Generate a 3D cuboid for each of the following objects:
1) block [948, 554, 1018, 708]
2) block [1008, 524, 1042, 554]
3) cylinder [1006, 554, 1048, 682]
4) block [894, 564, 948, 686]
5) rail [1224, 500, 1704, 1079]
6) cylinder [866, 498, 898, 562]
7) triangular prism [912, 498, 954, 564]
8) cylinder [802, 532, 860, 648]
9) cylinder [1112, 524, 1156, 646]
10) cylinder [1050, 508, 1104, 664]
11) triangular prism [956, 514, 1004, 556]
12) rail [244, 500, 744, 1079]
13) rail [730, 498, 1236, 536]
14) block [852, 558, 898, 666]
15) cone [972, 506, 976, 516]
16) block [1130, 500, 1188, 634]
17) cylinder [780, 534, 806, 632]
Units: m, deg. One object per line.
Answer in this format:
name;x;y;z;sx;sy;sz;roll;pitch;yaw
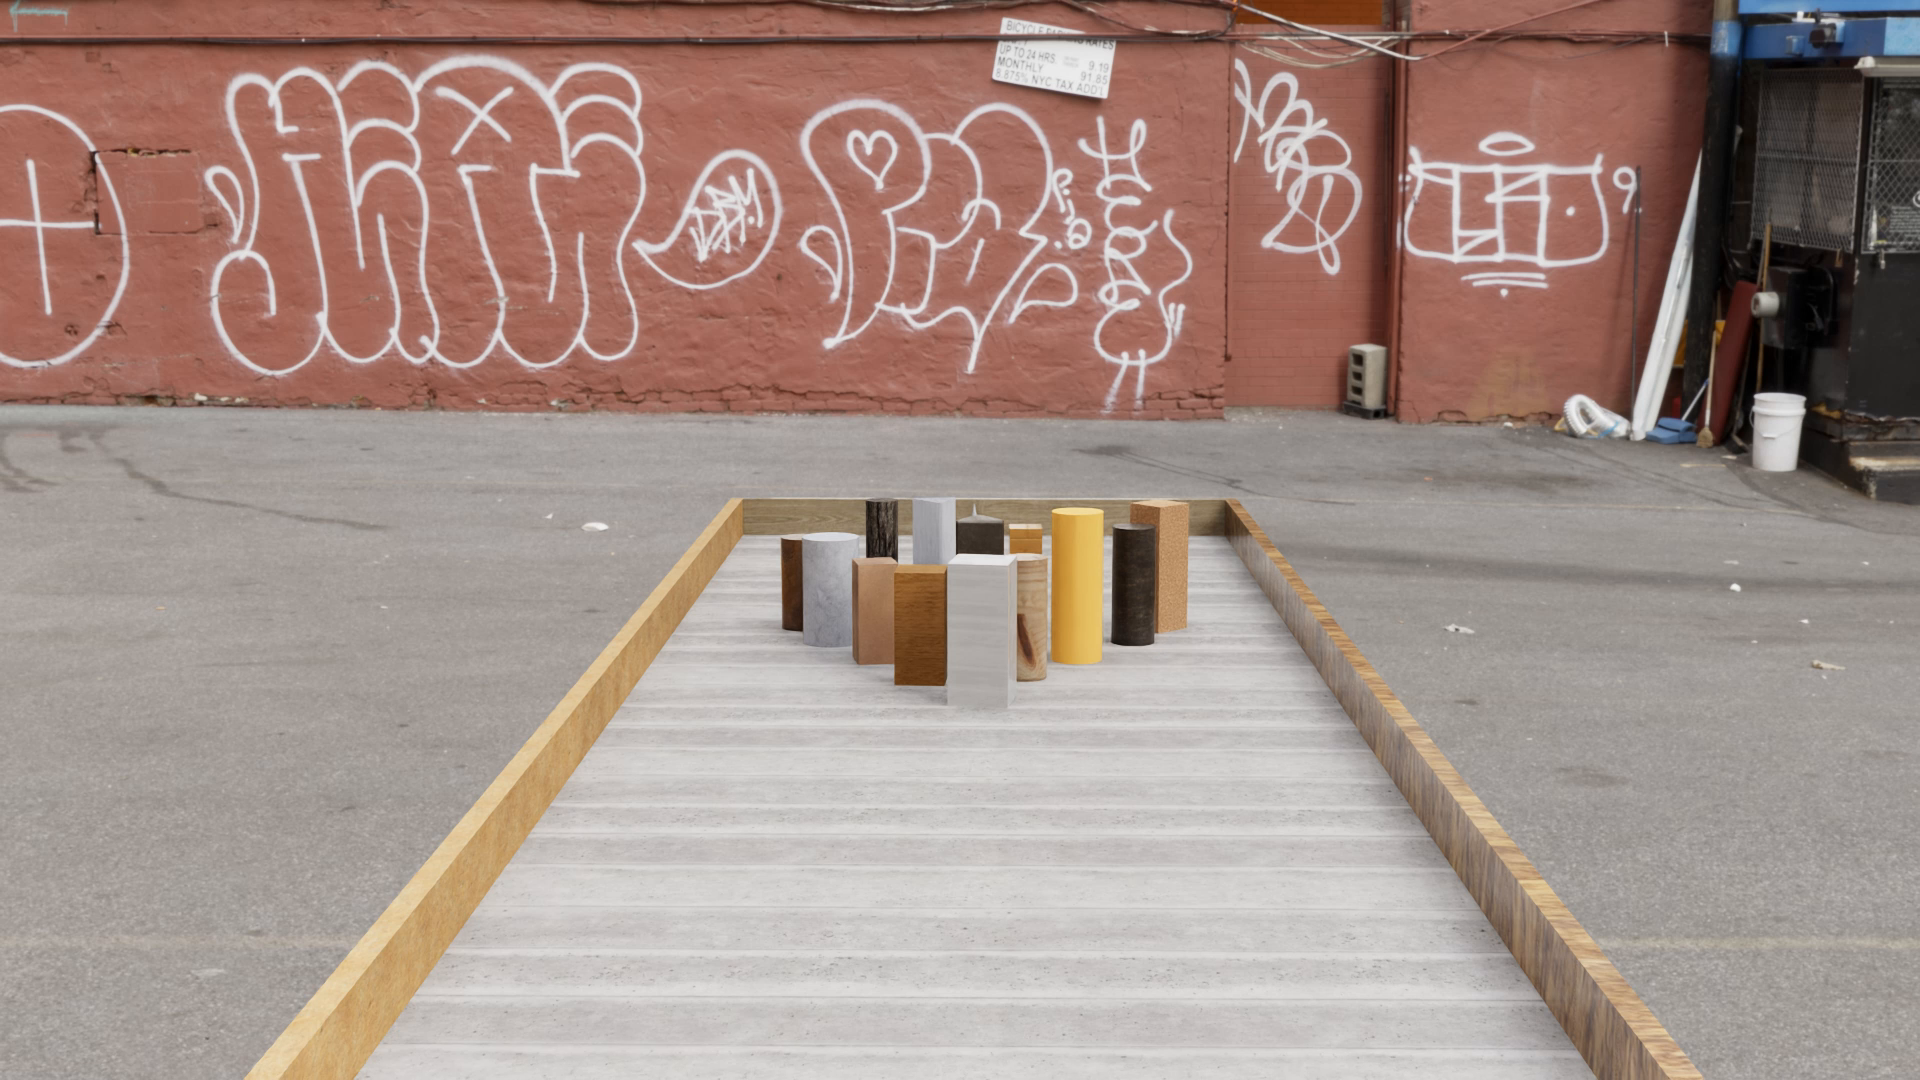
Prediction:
block;0.063;0.252;6.140;0.169;0.400;0.169;2;9;10
block;0.207;0.139;6.952;0.102;0.368;0.102;0;9;0
cylinder;0.190;0.226;6.438;0.131;0.358;0.131;0;9;0
block;-0.112;0.246;6.400;0.145;0.330;0.145;1;9;4
rail;1.046;0.843;3.208;0.050;0.150;12.000;0;9;1
cylinder;-0.255;0.076;7.196;0.105;0.418;0.105;0;9;0
triangular prism;-0.060;0.097;6.939;0.116;0.457;0.134;-8;12;-40
cylinder;-0.407;0.156;6.944;0.179;0.338;0.179;0;9;0
cylinder;0.548;0.140;6.943;0.138;0.371;0.138;0;9;0
cylinder;0.356;0.138;6.680;0.157;0.456;0.157;0;9;0
triangular prism;0.058;0.145;6.709;0.142;0.433;0.123;0;9;-1
rail;-1.004;0.839;3.234;0.050;0.150;12.000;0;9;1
rail;0.099;-0.098;9.147;2.100;0.150;0.050;0;9;1
block;-0.257;0.215;6.674;0.122;0.307;0.122;-2;9;-12
cone;0.047;0.078;7.202;0.146;0.411;0.146;0;9;0
block;0.647;0.084;7.162;0.134;0.412;0.134;-8;12;-40
cylinder;-0.518;0.138;7.182;0.132;0.300;0.132;0;9;0
